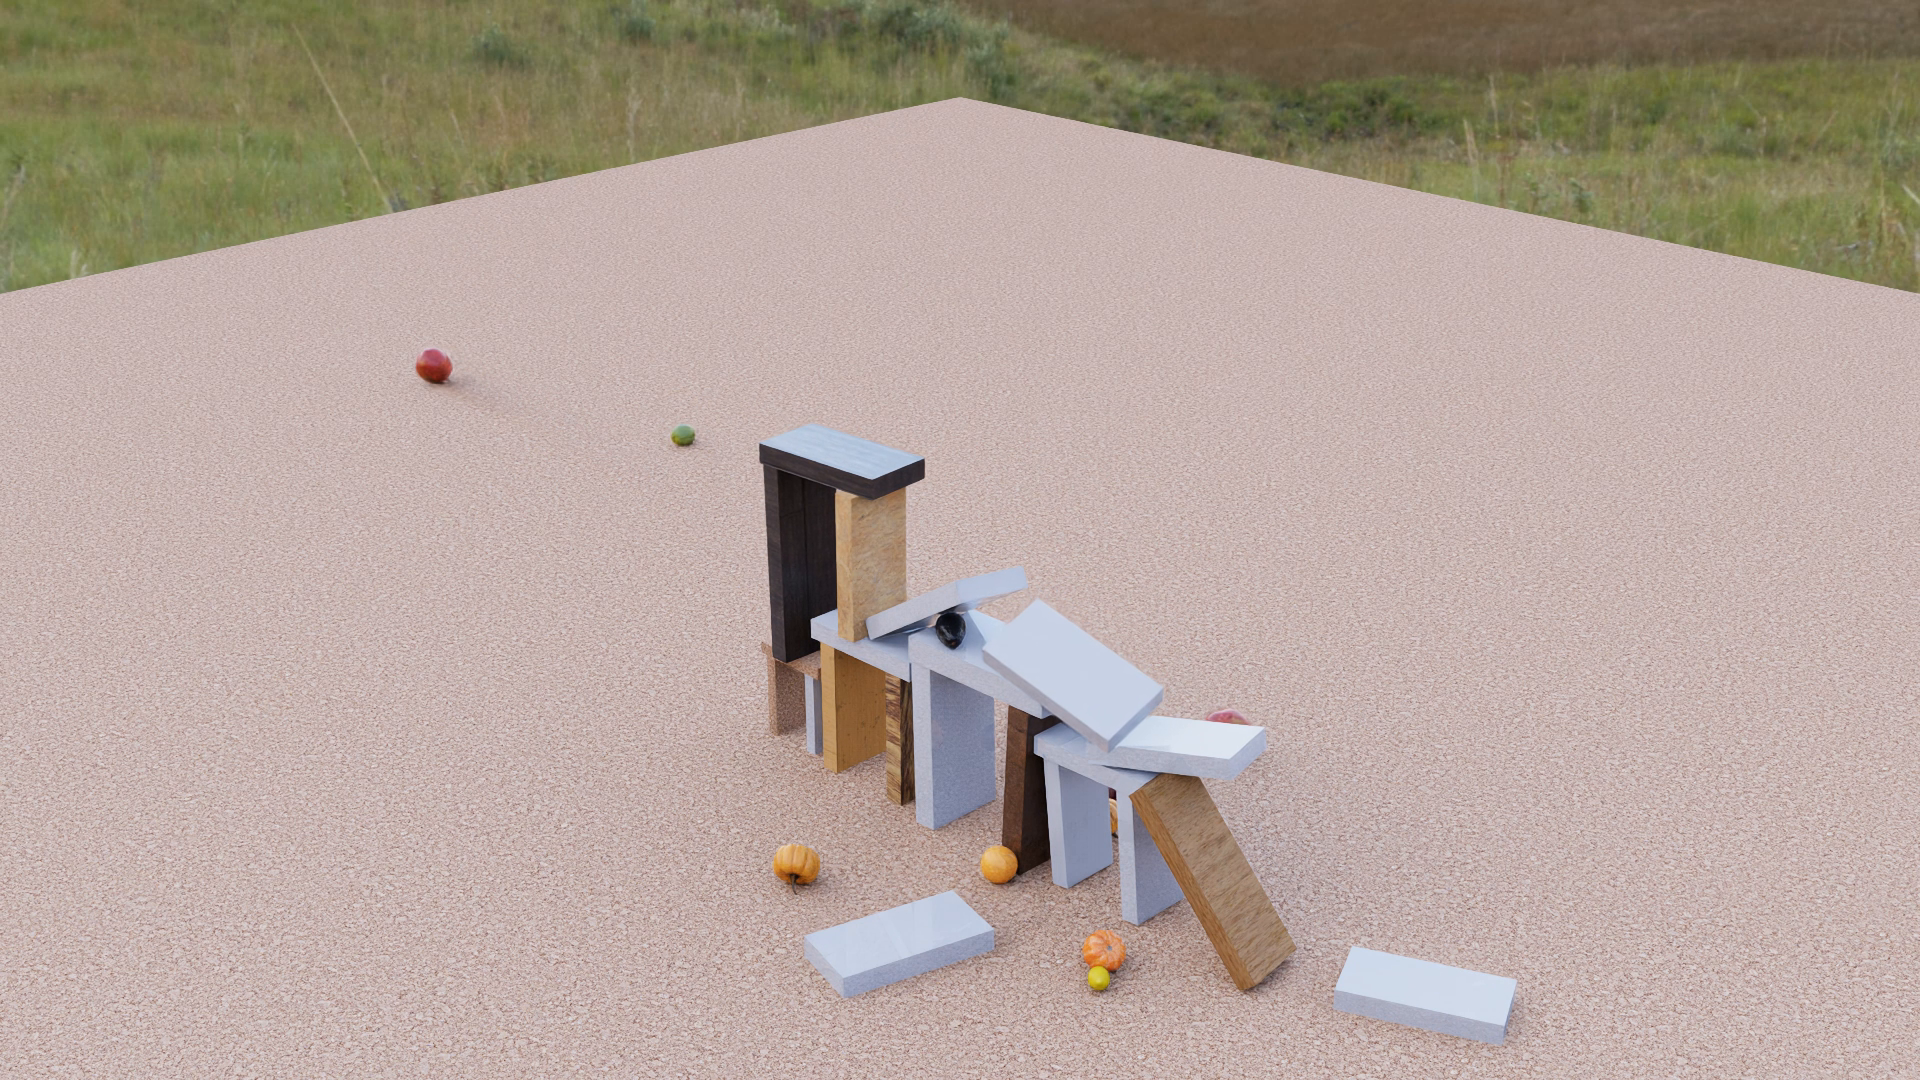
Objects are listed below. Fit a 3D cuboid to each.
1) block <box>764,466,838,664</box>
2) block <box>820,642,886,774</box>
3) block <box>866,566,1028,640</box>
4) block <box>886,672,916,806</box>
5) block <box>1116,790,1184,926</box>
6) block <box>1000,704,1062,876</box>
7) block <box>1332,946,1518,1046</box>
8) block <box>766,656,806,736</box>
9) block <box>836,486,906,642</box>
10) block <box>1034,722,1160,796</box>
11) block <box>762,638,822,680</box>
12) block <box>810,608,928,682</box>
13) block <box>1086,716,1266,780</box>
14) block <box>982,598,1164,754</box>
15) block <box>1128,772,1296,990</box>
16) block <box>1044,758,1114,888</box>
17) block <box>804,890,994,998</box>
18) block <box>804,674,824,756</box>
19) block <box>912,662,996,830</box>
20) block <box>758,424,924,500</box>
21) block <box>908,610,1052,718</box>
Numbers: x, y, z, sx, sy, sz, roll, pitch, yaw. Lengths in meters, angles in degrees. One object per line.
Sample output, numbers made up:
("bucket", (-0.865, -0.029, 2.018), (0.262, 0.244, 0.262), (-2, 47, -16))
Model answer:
("block", (-0.327, 0.031, 4.592), (0.156, 0.434, 0.044), (-21, 30, -40))
("block", (-0.221, 0.329, 4.612), (0.146, 0.292, 0.041), (-21, 31, -41))
("block", (-0.031, 0.125, 4.302), (0.154, 0.044, 0.381), (-12, -6, -31))
("block", (-0.083, 0.382, 4.486), (0.041, 0.292, 0.146), (21, 31, 40))
("block", (0.354, 0.567, 4.083), (0.132, 0.265, 0.037), (-21, 25, -40))
("block", (0.166, 0.453, 4.236), (0.178, 0.355, 0.050), (-21, 34, -40))
("block", (0.812, 0.794, 3.838), (0.291, 0.041, 0.145), (9, 25, 20))
("block", (-0.372, 0.323, 4.764), (0.092, 0.185, 0.026), (-21, 31, -41))
("block", (-0.178, 0.035, 4.427), (0.044, 0.311, 0.156), (20, 30, 38))
("block", (0.280, 0.401, 4.084), (0.265, 0.037, 0.132), (20, 30, 39))
("block", (-0.328, 0.243, 4.683), (0.092, 0.026, 0.184), (-21, 31, -40))
("block", (-0.152, 0.202, 4.485), (0.292, 0.041, 0.146), (21, 31, 41))
("block", (0.391, 0.372, 3.986), (0.291, 0.041, 0.145), (3, 20, 33))
("block", (0.206, 0.247, 4.044), (0.308, 0.044, 0.154), (35, 61, 27))
("block", (0.453, 0.595, 3.931), (0.041, 0.394, 0.145), (-32, -4, 43))
("block", (0.227, 0.517, 4.200), (0.132, 0.265, 0.037), (-21, 24, -41))
("block", (-0.109, 0.730, 3.985), (0.308, 0.044, 0.154), (-13, 26, -27))
("block", (-0.285, 0.357, 4.684), (0.026, 0.184, 0.092), (21, 31, 41))
("block", (-0.011, 0.384, 4.399), (0.178, 0.356, 0.050), (-21, 29, -41))
("block", (-0.239, -0.160, 4.431), (0.311, 0.044, 0.156), (19, 29, 37))
("block", (0.088, 0.235, 4.229), (0.178, 0.050, 0.355), (-21, 31, -41))
